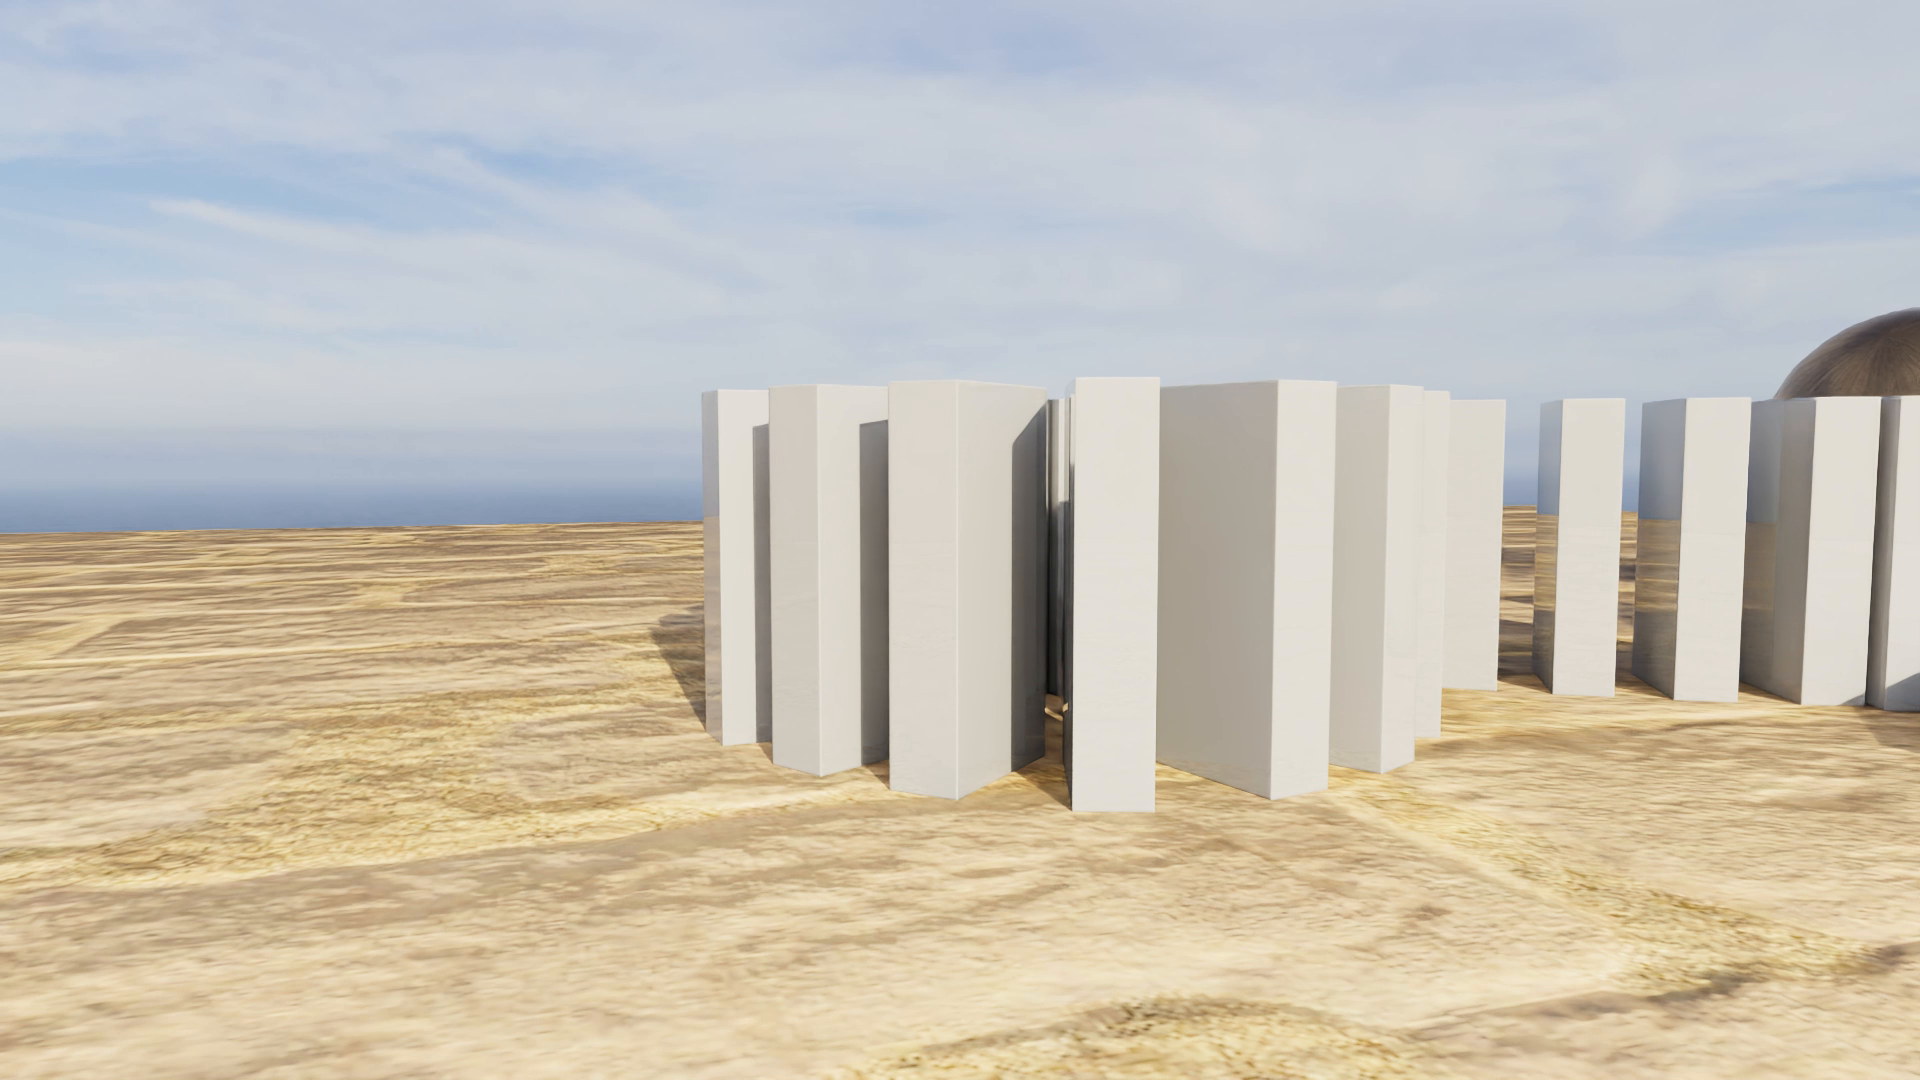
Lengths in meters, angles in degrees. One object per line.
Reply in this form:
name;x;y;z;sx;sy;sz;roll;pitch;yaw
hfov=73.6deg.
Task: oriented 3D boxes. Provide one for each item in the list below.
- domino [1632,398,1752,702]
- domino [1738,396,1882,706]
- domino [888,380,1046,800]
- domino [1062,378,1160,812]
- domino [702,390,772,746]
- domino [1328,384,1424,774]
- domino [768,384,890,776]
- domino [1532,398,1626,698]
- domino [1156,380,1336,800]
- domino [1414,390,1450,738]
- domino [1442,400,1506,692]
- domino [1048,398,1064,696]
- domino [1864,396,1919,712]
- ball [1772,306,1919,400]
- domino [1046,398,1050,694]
domino;0.126;0.001;0.222;0.009;0.050;0.025;1;4;13
domino;0.143;0.001;0.219;0.010;0.050;0.025;1;4;8
domino;0.001;0.005;0.165;0.009;0.050;0.025;2;5;28
domino;0.018;0.006;0.159;0.009;0.050;0.025;0;4;2
domino;-0.024;0.003;0.188;0.025;0.050;0.009;-2;5;-25
domino;0.049;0.004;0.176;0.025;0.050;0.009;4;6;44
domino;-0.013;0.004;0.175;0.009;0.050;0.025;4;6;42
domino;0.109;0.001;0.227;0.009;0.050;0.025;1;4;16
domino;0.035;0.005;0.165;0.009;0.050;0.025;-3;5;-31
domino;0.058;0.003;0.190;0.025;0.050;0.010;1;4;10
domino;0.092;0.000;0.232;0.009;0.050;0.025;1;5;19
domino;0.015;0.000;0.228;0.009;0.050;0.025;-2;5;-27
domino;0.153;0.001;0.214;0.009;0.050;0.025;0;4;6
ball;0.266;-0.024;0.353;0.080;0.080;0.080;0;4;0
domino;0.002;0.001;0.217;0.025;0.050;0.009;2;5;21
